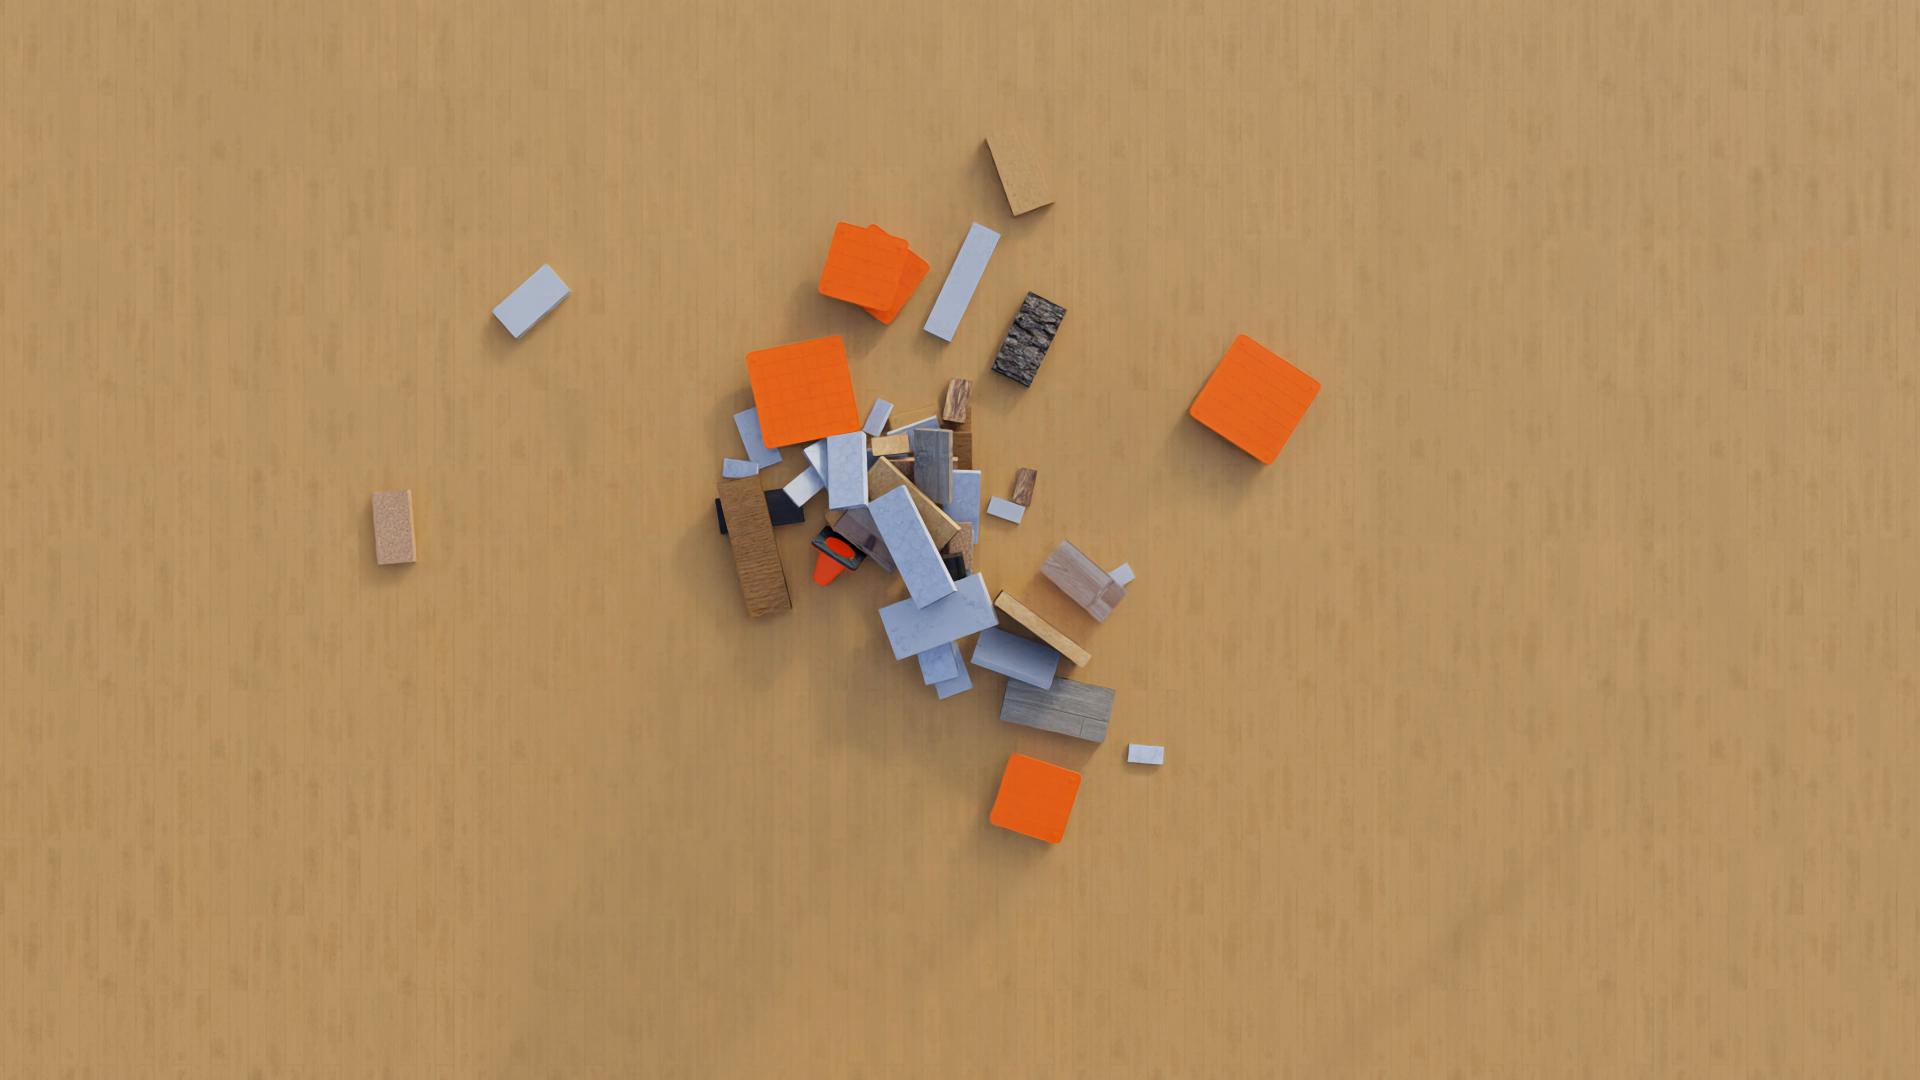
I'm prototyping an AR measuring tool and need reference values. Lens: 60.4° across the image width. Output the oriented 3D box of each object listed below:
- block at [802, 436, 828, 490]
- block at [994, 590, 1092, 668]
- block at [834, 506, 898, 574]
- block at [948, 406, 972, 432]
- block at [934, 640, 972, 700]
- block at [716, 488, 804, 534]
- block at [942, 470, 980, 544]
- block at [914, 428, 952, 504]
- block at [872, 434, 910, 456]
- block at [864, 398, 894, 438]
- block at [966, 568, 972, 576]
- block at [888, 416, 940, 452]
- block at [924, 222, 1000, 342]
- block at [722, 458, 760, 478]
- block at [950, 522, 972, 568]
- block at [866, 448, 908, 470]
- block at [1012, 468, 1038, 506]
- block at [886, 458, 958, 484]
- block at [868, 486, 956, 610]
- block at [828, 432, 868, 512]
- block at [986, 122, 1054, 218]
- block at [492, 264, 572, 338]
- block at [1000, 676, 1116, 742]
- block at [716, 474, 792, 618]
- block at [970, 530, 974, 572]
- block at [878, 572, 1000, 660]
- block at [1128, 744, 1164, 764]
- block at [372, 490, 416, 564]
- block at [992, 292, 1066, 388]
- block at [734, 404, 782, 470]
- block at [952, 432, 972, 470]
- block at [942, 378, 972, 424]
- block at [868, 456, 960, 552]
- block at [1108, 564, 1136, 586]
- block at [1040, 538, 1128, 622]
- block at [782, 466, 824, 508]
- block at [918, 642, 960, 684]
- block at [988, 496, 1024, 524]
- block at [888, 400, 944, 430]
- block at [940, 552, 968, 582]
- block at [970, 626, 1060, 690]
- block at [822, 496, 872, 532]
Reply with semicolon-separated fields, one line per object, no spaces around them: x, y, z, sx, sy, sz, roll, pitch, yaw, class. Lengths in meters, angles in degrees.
-0.426;-0.236;5.465;0.099;0.028;0.198;-32;87;-20;block
0.268;0.289;5.411;0.355;0.177;0.050;36;90;0;block
-0.284;-0.014;5.446;0.247;0.035;0.124;38;102;-12;block
0.000;-0.369;5.490;0.074;0.021;0.148;0;90;0;block
-0.051;0.400;5.484;0.116;0.033;0.232;-20;90;0;block
-0.665;-0.099;5.483;0.279;0.034;0.120;-9;90;0;block
0.004;-0.110;5.450;0.121;0.034;0.241;2;106;0;block
-0.086;-0.242;5.388;0.121;0.034;0.241;5;106;18;block
-0.229;-0.311;5.435;0.121;0.017;0.060;-6;82;-1;block
-0.272;-0.406;5.478;0.060;0.017;0.120;25;90;30;block
0.001;0.136;5.469;0.076;0.021;0.151;-5;104;2;block
-0.146;-0.343;5.469;0.171;0.024;0.086;-19;113;2;block
0.007;-0.857;5.486;0.099;0.028;0.393;25;90;0;block
-0.727;-0.234;5.474;0.120;0.017;0.060;8;97;14;block
0.003;0.019;5.425;0.076;0.021;0.151;-1;96;2;block
-0.258;-0.259;5.470;0.171;0.024;0.086;-1;114;0;block
0.216;-0.178;5.492;0.060;0.017;0.120;12;90;0;block
-0.128;-0.211;5.460;0.241;0.034;0.121;0;113;0;block
-0.156;0.024;5.355;0.136;0.039;0.385;-28;83;14;block
-0.368;-0.225;5.406;0.124;0.035;0.248;-8;75;19;block
0.198;-1.230;5.480;0.141;0.040;0.283;-20;90;0;block
-1.423;-0.793;5.483;0.239;0.034;0.120;-41;90;0;block
0.323;0.545;5.475;0.355;0.050;0.177;13;90;0;block
-0.679;0.021;5.453;0.141;0.040;0.459;-13;97;1;block
0.005;0.041;5.466;0.076;0.021;0.151;2;108;0;block
-0.069;0.250;5.387;0.355;0.050;0.177;-20;88;12;block
0.618;0.713;5.492;0.116;0.016;0.058;5;90;0;block
-1.881;-0.043;5.483;0.120;0.034;0.239;-5;90;0;block
0.230;-0.666;5.480;0.141;0.040;0.283;26;90;0;block
-0.671;-0.339;5.486;0.099;0.028;0.198;-21;90;0;block
0.003;-0.285;5.471;0.074;0.021;0.148;0;105;0;block
-0.009;-0.461;5.473;0.074;0.021;0.148;10;78;2;block
-0.168;-0.110;5.409;0.350;0.035;0.124;43;108;4;block
0.519;0.130;5.492;0.116;0.016;0.058;-31;90;0;block
0.409;0.134;5.468;0.273;0.039;0.136;40;93;4;block
-0.499;-0.188;5.464;0.163;0.023;0.081;-41;90;-18;block
-0.087;0.351;5.441;0.116;0.033;0.232;-16;91;12;block
0.153;-0.101;5.492;0.116;0.016;0.058;19;90;0;block
-0.148;-0.403;5.488;0.171;0.024;0.086;-15;90;0;block
-0.029;0.157;5.432;0.116;0.033;0.232;-9;116;3;block
0.185;0.386;5.442;0.273;0.039;0.136;20;52;0;block
-0.368;-0.104;5.467;0.163;0.023;0.081;-34;74;8;block
